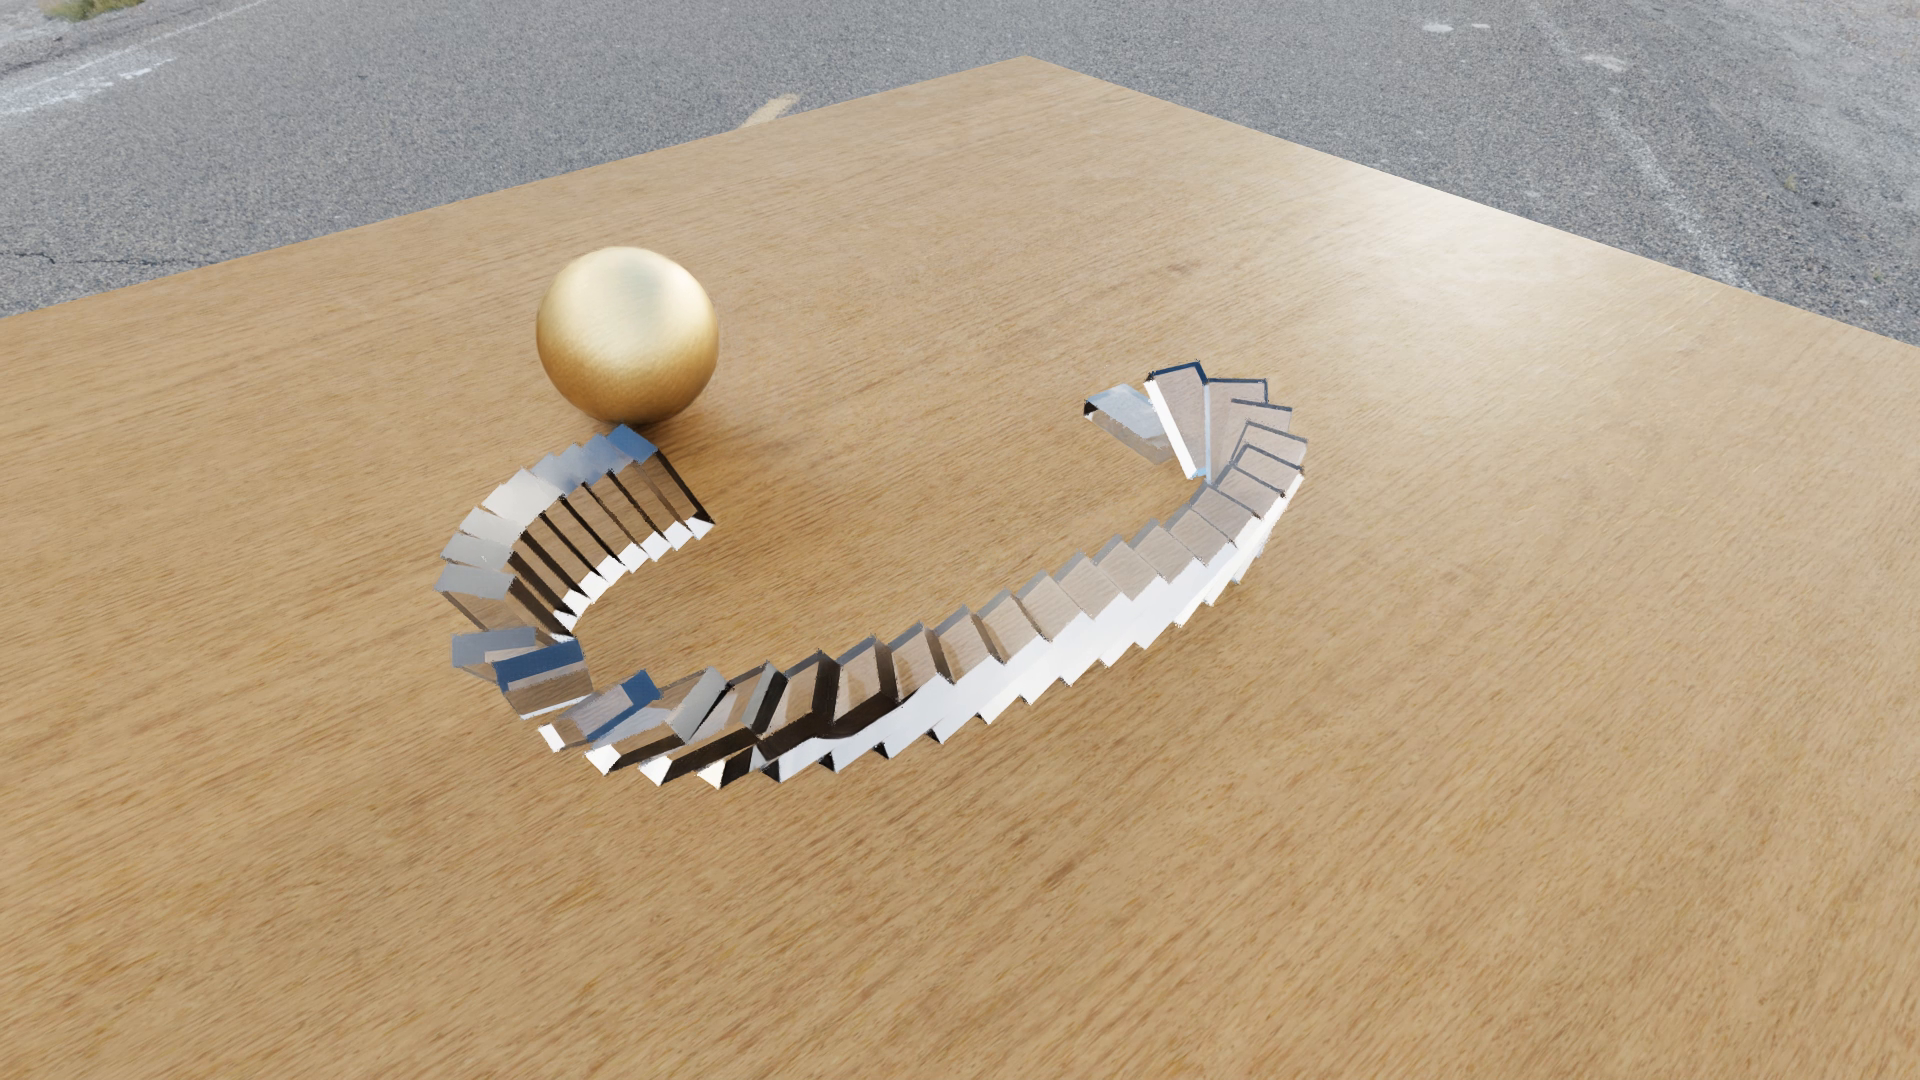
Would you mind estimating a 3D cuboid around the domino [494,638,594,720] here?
[{"bbox_3d":[-0.134,0.046,0.358,0.025,0.050,0.009,-17,77,-19],"label":"domino"}]

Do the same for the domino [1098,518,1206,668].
[{"bbox_3d":[0.062,0.019,0.398,0.050,0.009,0.025,-46,48,3],"label":"domino"}]

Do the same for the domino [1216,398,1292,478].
[{"bbox_3d":[0.121,-0.032,0.459,0.025,0.010,0.050,11,80,13],"label":"domino"}]

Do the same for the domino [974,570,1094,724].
[{"bbox_3d":[0.019,0.036,0.378,0.050,0.009,0.025,-44,47,3],"label":"domino"}]

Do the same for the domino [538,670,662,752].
[{"bbox_3d":[-0.116,0.055,0.351,0.025,0.010,0.050,-35,7,-34],"label":"domino"}]

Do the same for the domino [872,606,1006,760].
[{"bbox_3d":[-0.011,0.047,0.364,0.050,0.010,0.025,-39,42,10],"label":"domino"}]

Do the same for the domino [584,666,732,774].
[{"bbox_3d":[-0.096,0.058,0.349,0.050,0.009,0.025,-25,22,40],"label":"domino"}]

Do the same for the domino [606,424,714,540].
[{"bbox_3d":[-0.119,-0.023,0.439,0.025,0.050,0.009,32,70,33],"label":"domino"}]

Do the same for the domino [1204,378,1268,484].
[{"bbox_3d":[0.119,-0.044,0.473,0.025,0.009,0.050,1,80,1],"label":"domino"}]

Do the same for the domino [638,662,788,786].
[{"bbox_3d":[-0.078,0.059,0.349,0.050,0.009,0.025,-27,27,31],"label":"domino"}]

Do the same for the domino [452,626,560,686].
[{"bbox_3d":[-0.147,0.040,0.366,0.025,0.050,0.010,-6,75,-6],"label":"domino"}]

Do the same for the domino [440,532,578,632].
[{"bbox_3d":[-0.159,0.017,0.391,0.025,0.050,0.009,15,63,17],"label":"domino"}]

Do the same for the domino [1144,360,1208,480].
[{"bbox_3d":[0.104,-0.054,0.490,0.025,0.009,0.050,-15,72,-18],"label":"domino"}]

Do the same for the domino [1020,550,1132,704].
[{"bbox_3d":[0.033,0.030,0.385,0.050,0.010,0.025,-45,48,3],"label":"domino"}]

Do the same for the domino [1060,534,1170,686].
[{"bbox_3d":[0.048,0.025,0.392,0.050,0.010,0.025,-46,48,3],"label":"domino"}]

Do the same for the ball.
[{"bbox_3d":[-0.150,-0.092,0.500,0.080,0.080,0.080,0,39,0],"label":"ball"}]

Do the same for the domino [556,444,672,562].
[{"bbox_3d":[-0.134,-0.014,0.429,0.025,0.050,0.009,32,70,33],"label":"domino"}]

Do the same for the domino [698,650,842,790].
[{"bbox_3d":[-0.061,0.057,0.350,0.050,0.009,0.025,-31,32,24],"label":"domino"}]

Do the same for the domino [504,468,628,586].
[{"bbox_3d":[-0.149,-0.004,0.417,0.025,0.050,0.009,28,68,30],"label":"domino"}]

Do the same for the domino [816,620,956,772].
[{"bbox_3d":[-0.027,0.051,0.359,0.050,0.009,0.025,-37,40,12],"label":"domino"}]

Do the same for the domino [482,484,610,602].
[{"bbox_3d":[-0.153,0.002,0.409,0.025,0.050,0.009,27,67,29],"label":"domino"}]

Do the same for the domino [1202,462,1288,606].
[{"bbox_3d":[0.100,-0.003,0.424,0.025,0.009,0.050,36,89,34],"label":"domino"}]

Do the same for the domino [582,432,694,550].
[{"bbox_3d":[-0.127,-0.019,0.434,0.025,0.050,0.009,32,70,33],"label":"domino"}]

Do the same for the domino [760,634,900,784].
[{"bbox_3d":[-0.043,0.055,0.355,0.050,0.010,0.025,-35,37,16],"label":"domino"}]

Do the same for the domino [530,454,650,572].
[{"bbox_3d":[-0.142,-0.010,0.423,0.025,0.050,0.009,32,70,33],"label":"domino"}]

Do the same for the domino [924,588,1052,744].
[{"bbox_3d":[0.004,0.042,0.370,0.050,0.010,0.025,-42,45,7],"label":"domino"}]

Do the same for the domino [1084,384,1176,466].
[{"bbox_3d":[0.083,-0.054,0.510,0.025,0.010,0.050,-24,45,-27],"label":"domino"}]

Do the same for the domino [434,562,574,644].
[{"bbox_3d":[-0.156,0.026,0.380,0.025,0.050,0.010,9,62,11],"label":"domino"}]

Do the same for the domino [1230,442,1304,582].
[{"bbox_3d":[0.111,-0.011,0.434,0.025,0.010,0.050,31,86,30],"label":"domino"}]

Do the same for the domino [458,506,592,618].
[{"bbox_3d":[-0.157,0.009,0.400,0.025,0.050,0.009,20,64,23],"label":"domino"}]

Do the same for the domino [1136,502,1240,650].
[{"bbox_3d":[0.076,0.013,0.405,0.050,0.009,0.025,-47,49,3],"label":"domino"}]

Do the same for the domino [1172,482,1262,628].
[{"bbox_3d":[0.088,0.005,0.415,0.025,0.010,0.050,37,89,36],"label":"domino"}]

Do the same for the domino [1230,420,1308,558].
[{"bbox_3d":[0.119,-0.021,0.446,0.025,0.009,0.050,22,83,23],"label":"domino"}]
